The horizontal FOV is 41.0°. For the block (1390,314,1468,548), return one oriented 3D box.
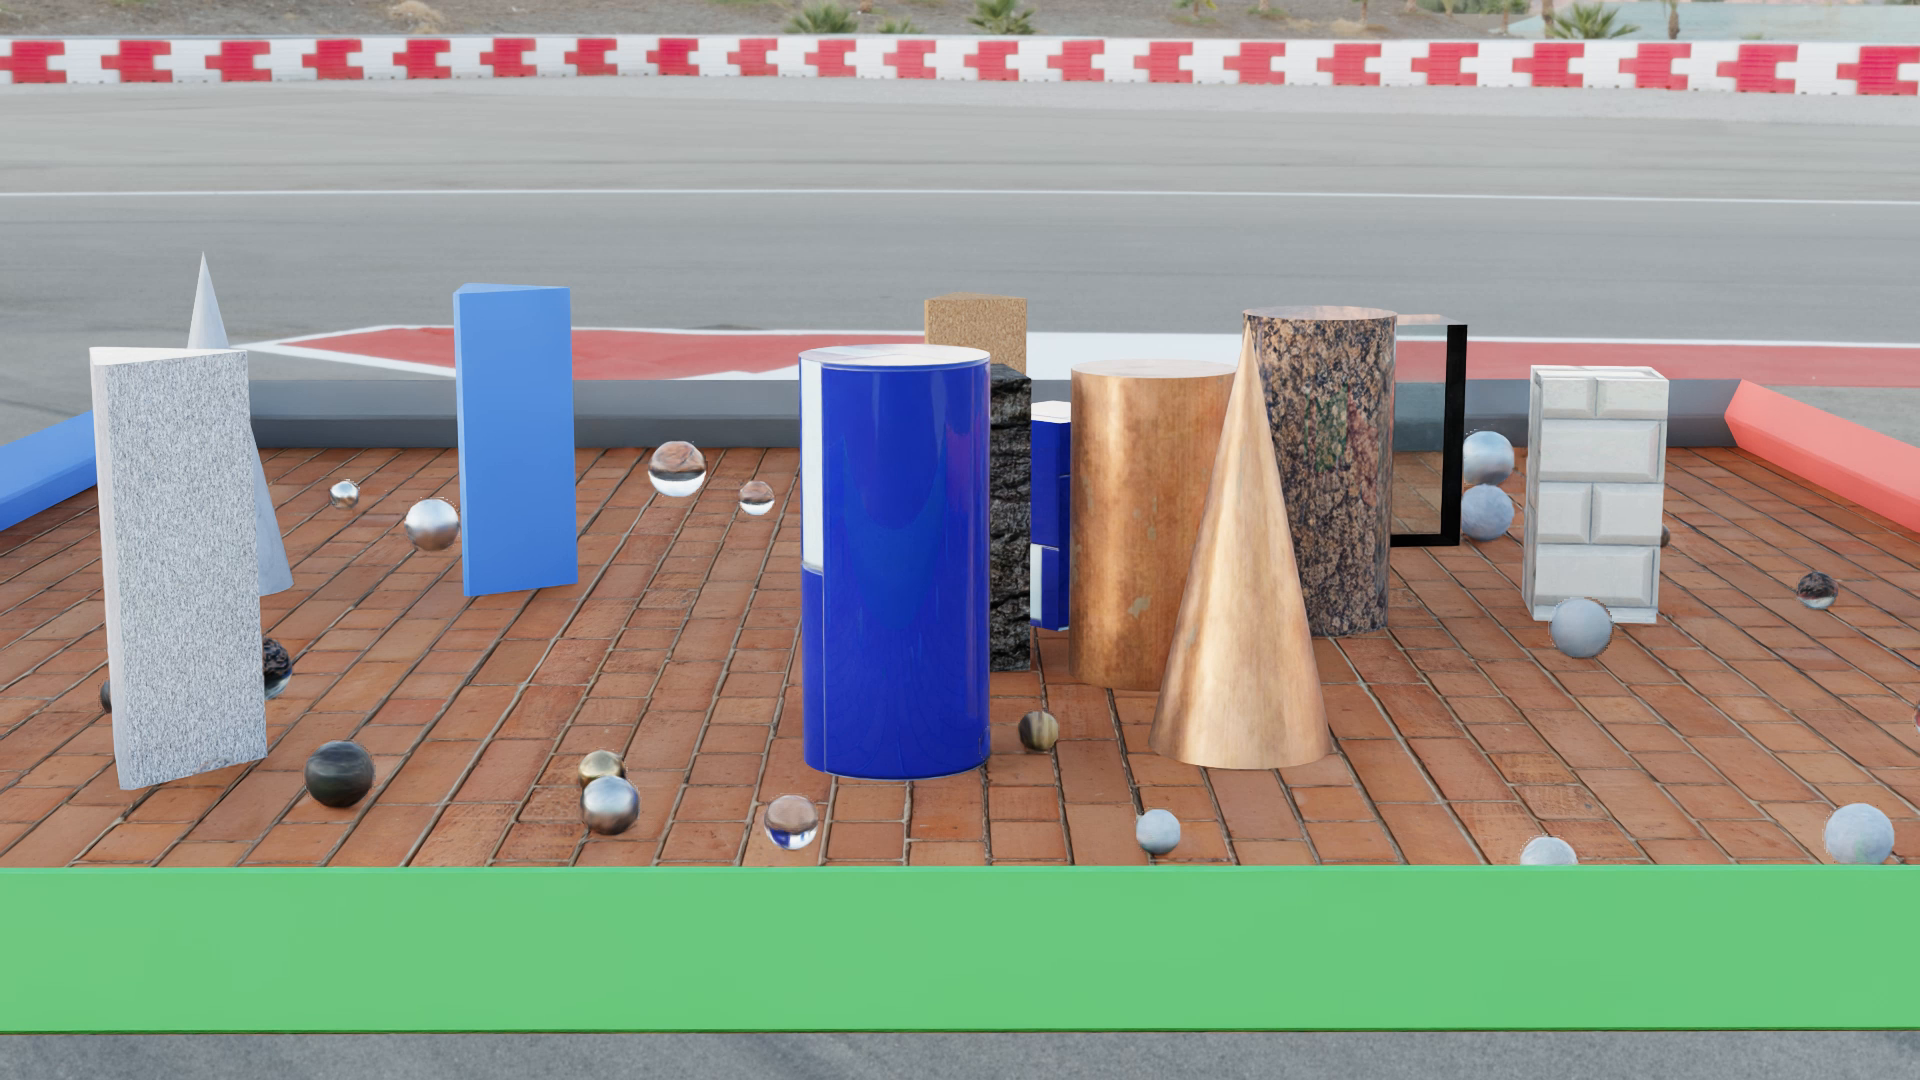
[{"bbox_3d":[0.680,-0.172,3.982,0.160,0.341,0.160,-1,11,-6],"label":"block"}]

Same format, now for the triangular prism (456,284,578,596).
[{"bbox_3d":[-0.658,-0.148,3.638,0.173,0.421,0.150,-7,13,-34],"label":"triangular prism"}]

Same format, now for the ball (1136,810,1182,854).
[{"bbox_3d":[0.186,0.273,2.399,0.042,0.042,0.042,0,10,0],"label":"ball"}]

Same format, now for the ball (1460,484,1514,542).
[{"bbox_3d":[0.809,-0.042,3.958,0.088,0.088,0.088,0,10,0],"label":"ball"}]

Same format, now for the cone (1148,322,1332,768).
[{"bbox_3d":[0.304,-0.005,2.748,0.200,0.463,0.200,0,10,0],"label":"cone"}]

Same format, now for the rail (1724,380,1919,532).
[{"bbox_3d":[1.496,0.032,3.457,0.045,0.130,3.058,0,10,0],"label":"rail"}]

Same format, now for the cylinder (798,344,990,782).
[{"bbox_3d":[-0.068,0.019,2.705,0.200,0.431,0.200,0,10,0],"label":"cylinder"}]

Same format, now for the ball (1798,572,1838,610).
[{"bbox_3d":[1.162,0.069,3.477,0.052,0.052,0.052,0,10,0],"label":"ball"}]

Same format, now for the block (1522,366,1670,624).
[{"bbox_3d":[0.852,-0.064,3.452,0.160,0.323,0.160,1,11,6],"label":"block"}]

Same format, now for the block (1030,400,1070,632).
[{"bbox_3d":[0.128,-0.036,3.433,0.160,0.274,0.160,10,15,44],"label":"block"}]

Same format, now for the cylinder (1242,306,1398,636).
[{"bbox_3d":[0.468,-0.095,3.377,0.200,0.410,0.200,0,10,0],"label":"cylinder"}]

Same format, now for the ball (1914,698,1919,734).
[{"bbox_3d":[1.062,0.188,2.721,0.091,0.091,0.091,0,10,0],"label":"ball"}]

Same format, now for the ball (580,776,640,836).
[{"bbox_3d":[-0.336,0.254,2.458,0.057,0.057,0.057,0,10,0],"label":"ball"}]

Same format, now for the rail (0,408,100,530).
[{"bbox_3d":[-1.496,0.035,3.440,0.045,0.130,3.058,0,10,0],"label":"rail"}]

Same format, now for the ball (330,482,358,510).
[{"bbox_3d":[-1.022,-0.073,4.257,0.048,0.048,0.048,0,10,0],"label":"ball"}]

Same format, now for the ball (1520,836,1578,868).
[{"bbox_3d":[0.525,0.289,2.286,0.051,0.051,0.051,0,10,0],"label":"ball"}]

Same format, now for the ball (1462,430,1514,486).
[{"bbox_3d":[0.919,-0.141,4.482,0.100,0.100,0.100,0,10,0],"label":"ball"}]

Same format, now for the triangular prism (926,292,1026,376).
[{"bbox_3d":[0.014,-0.253,4.432,0.173,0.338,0.150,-2,11,-10],"label":"triangular prism"}]

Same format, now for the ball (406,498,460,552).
[{"bbox_3d":[-0.800,-0.022,3.888,0.081,0.081,0.081,0,10,0],"label":"ball"}]

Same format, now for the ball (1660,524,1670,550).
[{"bbox_3d":[1.060,-0.006,3.906,0.042,0.042,0.042,0,10,0],"label":"ball"}]

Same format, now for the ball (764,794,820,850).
[{"bbox_3d":[-0.158,0.266,2.413,0.052,0.052,0.052,0,10,0],"label":"ball"}]

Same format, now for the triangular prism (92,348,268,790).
[{"bbox_3d":[-0.853,0.020,2.686,0.150,0.435,0.173,9,14,39],"label":"triangular prism"}]

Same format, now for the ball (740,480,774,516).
[{"bbox_3d":[-0.333,-0.069,4.208,0.057,0.057,0.057,0,10,0],"label":"ball"}]

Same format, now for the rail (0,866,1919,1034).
[{"bbox_3d":[0.009,0.307,1.968,3.039,0.130,0.045,0,10,0],"label":"rail"}]

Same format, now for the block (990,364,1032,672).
[{"bbox_3d":[-0.008,-0.029,3.162,0.160,0.358,0.160,-2,11,-11],"label":"block"}]

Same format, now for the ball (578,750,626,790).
[{"bbox_3d":[-0.361,0.236,2.582,0.049,0.049,0.049,0,10,0],"label":"ball"}]

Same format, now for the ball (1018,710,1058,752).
[{"bbox_3d":[0.085,0.205,2.761,0.044,0.044,0.044,0,10,0],"label":"ball"}]

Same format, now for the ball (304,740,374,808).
[{"bbox_3d":[-0.617,0.233,2.549,0.067,0.067,0.067,0,10,0],"label":"ball"}]

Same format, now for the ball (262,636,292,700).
[{"bbox_3d":[-0.814,0.149,2.972,0.077,0.077,0.077,0,10,0],"label":"ball"}]

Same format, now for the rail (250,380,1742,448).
[{"bbox_3d":[-0.009,-0.240,4.929,3.039,0.130,0.045,0,10,0],"label":"rail"}]

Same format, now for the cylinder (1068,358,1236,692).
[{"bbox_3d":[0.232,-0.022,3.089,0.200,0.372,0.200,0,10,0],"label":"cylinder"}]

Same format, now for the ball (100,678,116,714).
[{"bbox_3d":[-0.954,0.177,2.913,0.044,0.044,0.044,0,10,0],"label":"ball"}]

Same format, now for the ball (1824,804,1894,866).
[{"bbox_3d":[0.826,0.272,2.355,0.060,0.060,0.060,0,10,0],"label":"ball"}]

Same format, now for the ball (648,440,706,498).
[{"bbox_3d":[-0.483,-0.121,4.378,0.098,0.098,0.098,0,10,0],"label":"ball"}]

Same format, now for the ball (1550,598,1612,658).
[{"bbox_3d":[0.773,0.110,3.192,0.074,0.074,0.074,0,10,0],"label":"ball"}]

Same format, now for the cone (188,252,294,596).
[{"bbox_3d":[-1.047,-0.167,3.591,0.200,0.474,0.200,0,10,0],"label":"cone"}]
